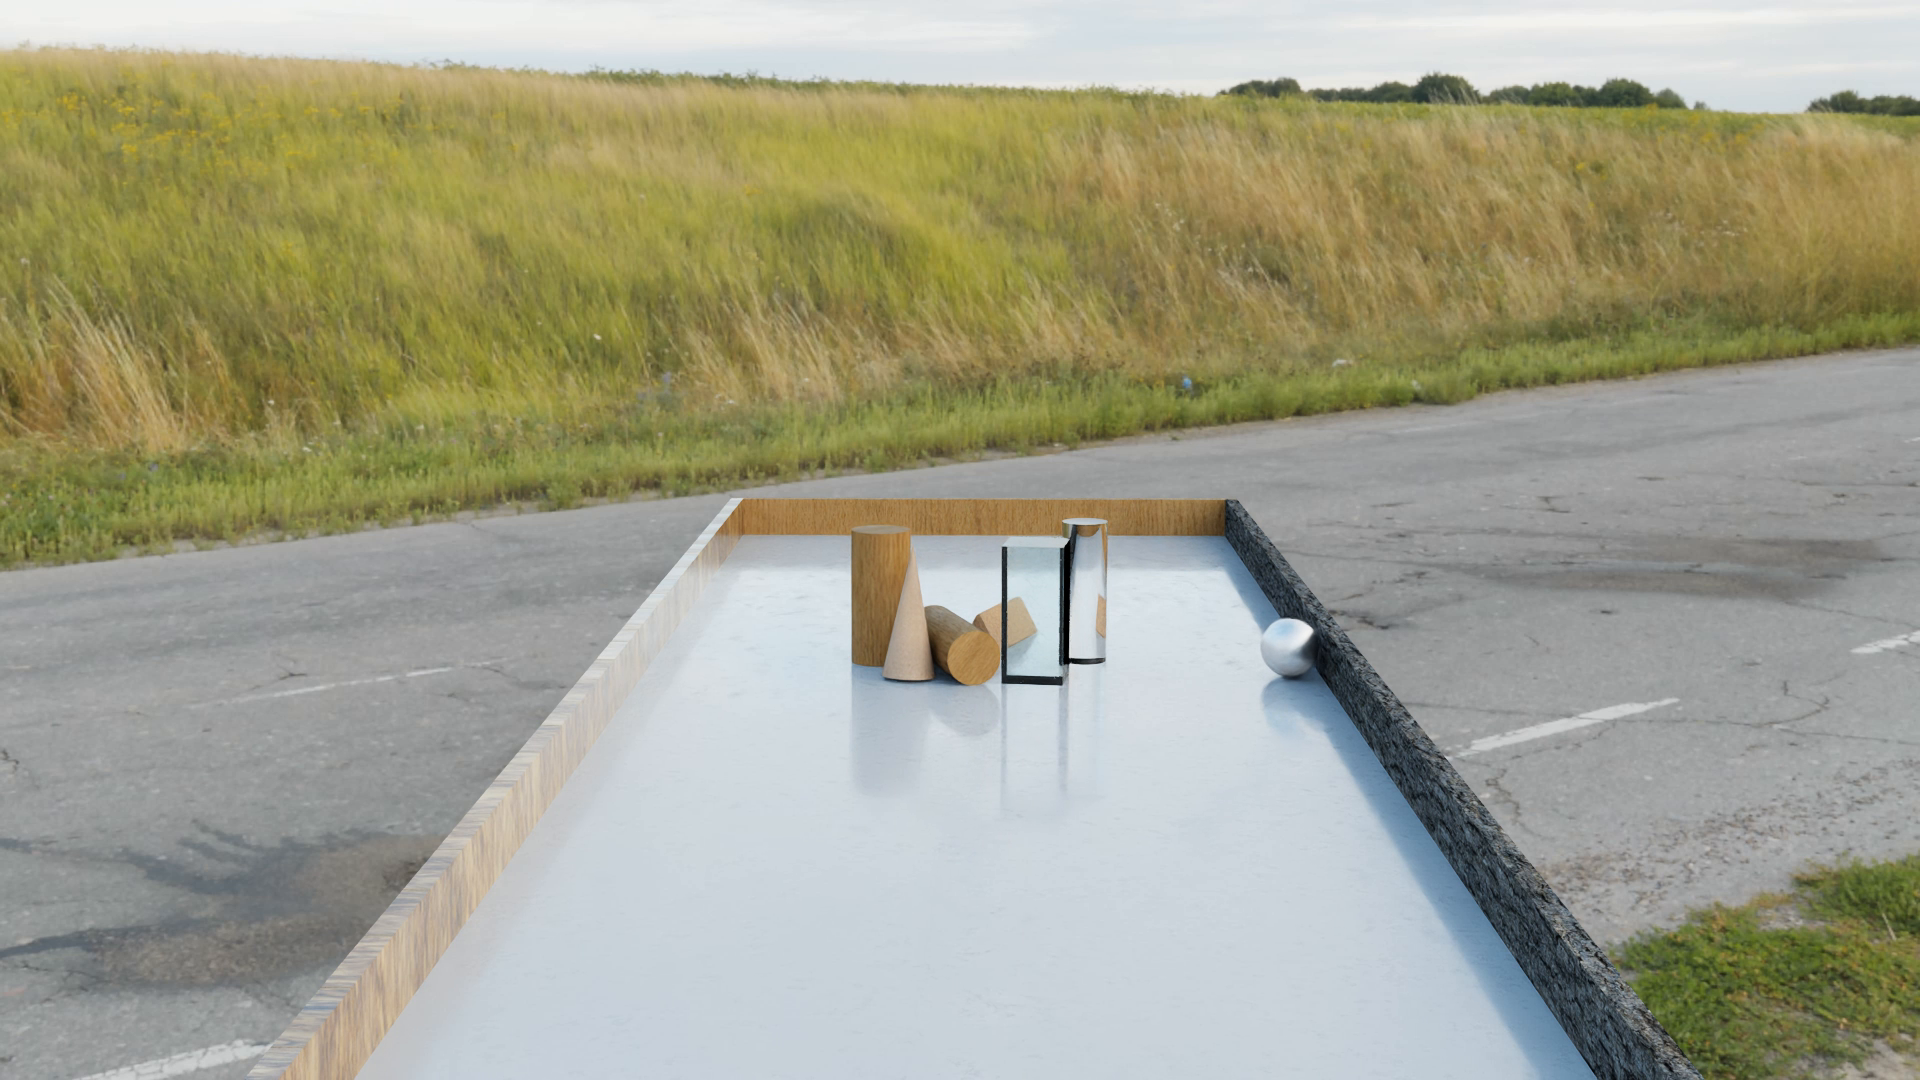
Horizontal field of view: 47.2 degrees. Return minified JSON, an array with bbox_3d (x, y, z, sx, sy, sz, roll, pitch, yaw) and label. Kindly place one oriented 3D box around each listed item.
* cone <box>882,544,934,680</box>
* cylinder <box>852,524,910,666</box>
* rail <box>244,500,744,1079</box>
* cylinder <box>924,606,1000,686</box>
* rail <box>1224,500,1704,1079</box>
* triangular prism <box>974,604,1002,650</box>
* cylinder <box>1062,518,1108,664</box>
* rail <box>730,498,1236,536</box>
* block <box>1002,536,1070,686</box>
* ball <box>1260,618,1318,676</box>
[{"bbox_3d":[-0.144,0.204,6.437,0.158,0.391,0.158,2,5,0],"label":"cone"},{"bbox_3d":[-0.240,0.167,6.659,0.180,0.404,0.180,0,9,0],"label":"cylinder"},{"bbox_3d":[-1.004,0.839,3.234,0.050,0.150,12.000,0,9,1],"label":"rail"},{"bbox_3d":[-0.021,0.310,6.545,0.161,0.161,0.421,-3,9,-17],"label":"cylinder"},{"bbox_3d":[1.046,0.843,3.208,0.050,0.150,12.000,0,9,1],"label":"rail"},{"bbox_3d":[0.129,0.257,7.012,0.129,0.111,0.397,3,10,21],"label":"triangular prism"},{"bbox_3d":[0.377,0.155,6.668,0.137,0.427,0.137,0,9,0],"label":"cylinder"},{"bbox_3d":[0.099,-0.098,9.147,2.100,0.150,0.050,0,9,1],"label":"rail"},{"bbox_3d":[0.222,0.206,6.422,0.179,0.404,0.179,1,9,9],"label":"block"},{"bbox_3d":[0.968,0.317,6.465,0.171,0.171,0.171,0,9,0],"label":"ball"}]
